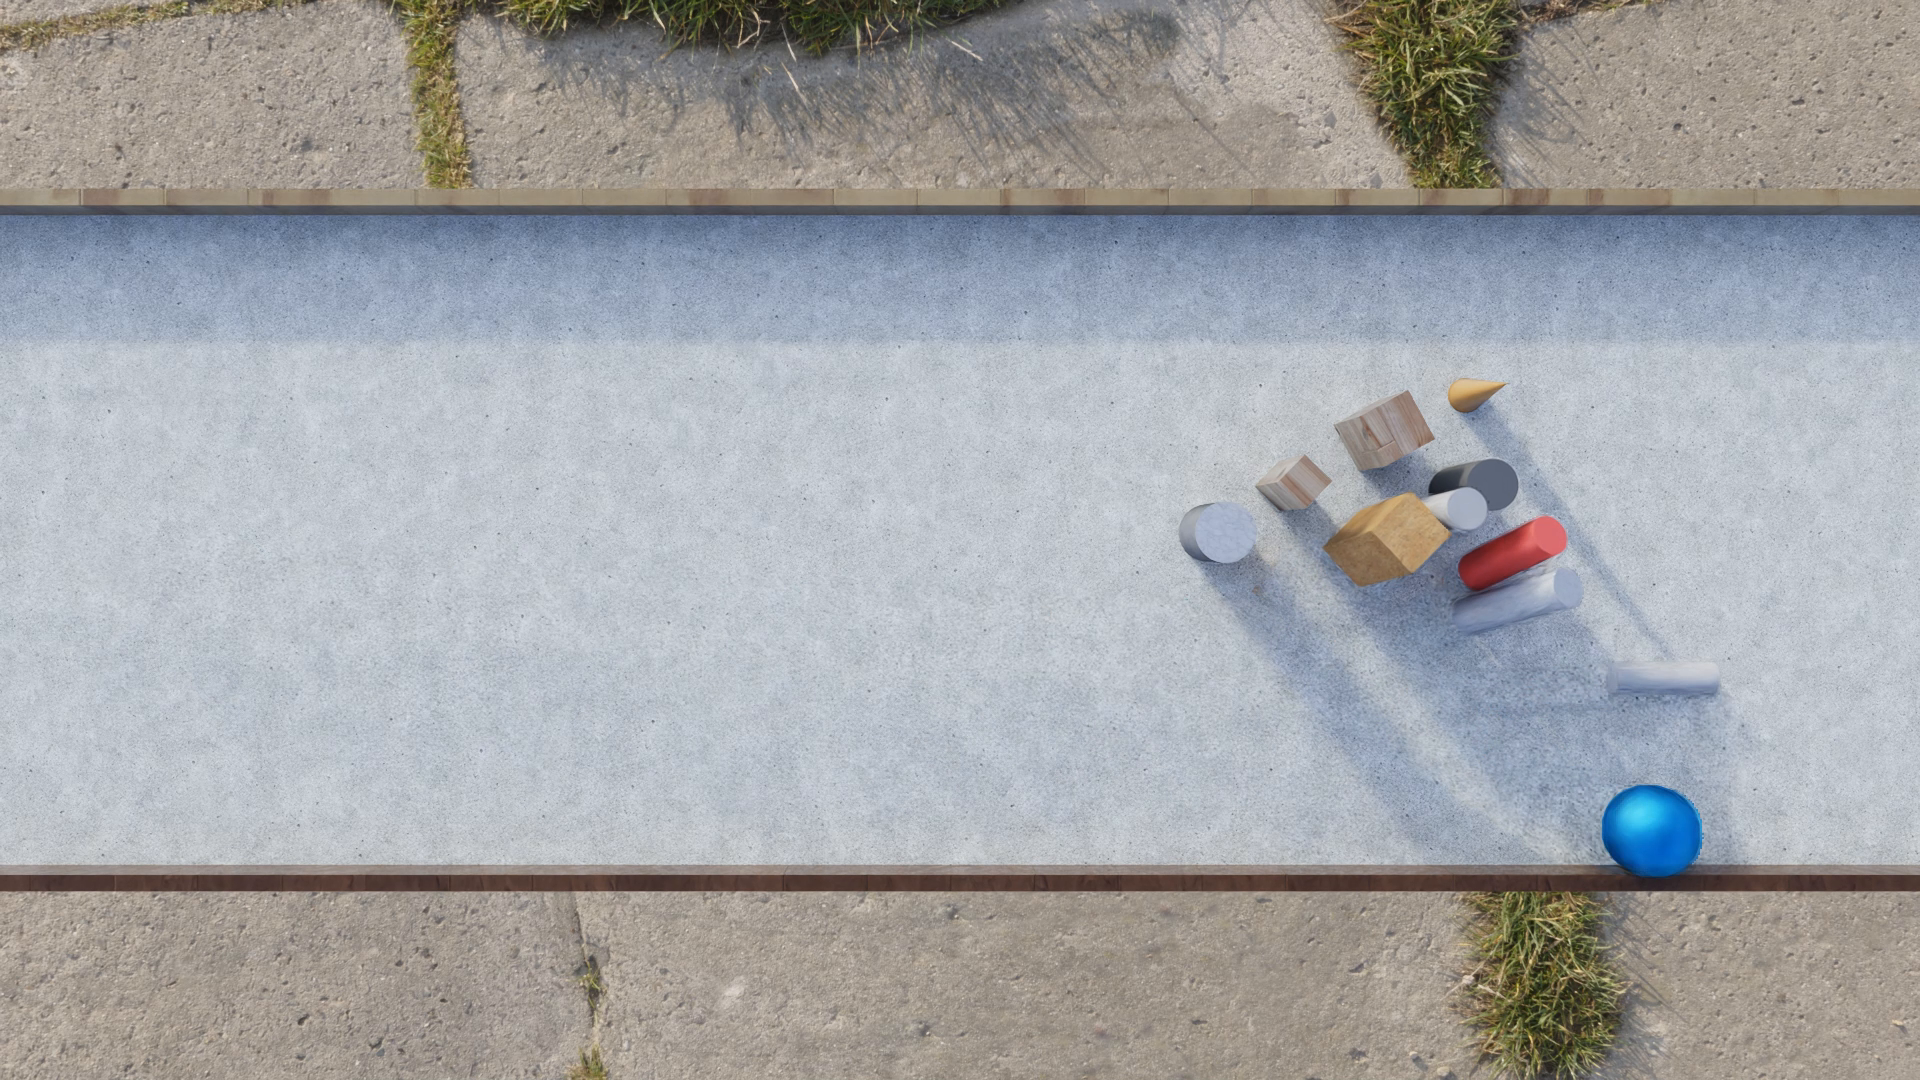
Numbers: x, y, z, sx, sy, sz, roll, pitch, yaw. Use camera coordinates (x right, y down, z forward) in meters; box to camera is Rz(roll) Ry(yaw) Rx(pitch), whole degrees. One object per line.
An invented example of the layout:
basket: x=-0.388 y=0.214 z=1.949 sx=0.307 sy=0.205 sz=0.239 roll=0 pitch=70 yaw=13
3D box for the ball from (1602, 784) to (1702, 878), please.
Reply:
ball: x=2.054 y=0.865 z=4.903 sx=0.274 sy=0.274 sz=0.274 roll=0 pitch=90 yaw=0

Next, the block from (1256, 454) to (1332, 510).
block: x=0.984 y=-0.167 z=4.888 sx=0.109 sy=0.377 sz=0.109 roll=44 pitch=90 yaw=0

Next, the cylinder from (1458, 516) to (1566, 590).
cylinder: x=1.636 y=0.042 z=4.897 sx=0.118 sy=0.345 sz=0.118 roll=8 pitch=68 yaw=-20

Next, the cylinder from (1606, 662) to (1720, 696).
cylinder: x=2.140 y=0.424 z=5.026 sx=0.304 sy=0.100 sz=0.100 roll=0 pitch=90 yaw=0

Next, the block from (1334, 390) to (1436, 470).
block: x=1.259 y=-0.323 z=4.913 sx=0.162 sy=0.327 sz=0.162 roll=-29 pitch=90 yaw=0

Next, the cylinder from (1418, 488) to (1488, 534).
cylinder: x=1.393 y=-0.070 z=4.854 sx=0.120 sy=0.431 sz=0.120 roll=1 pitch=85 yaw=-9

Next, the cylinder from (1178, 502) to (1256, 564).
cylinder: x=0.762 y=-0.022 z=4.899 sx=0.177 sy=0.354 sz=0.177 roll=0 pitch=90 yaw=0

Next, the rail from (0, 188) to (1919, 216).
rail: x=-2.247 y=-1.025 z=5.002 sx=12.000 sy=0.150 sz=0.050 roll=0 pitch=90 yaw=0

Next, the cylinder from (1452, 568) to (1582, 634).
cylinder: x=1.640 y=0.185 z=4.878 sx=0.112 sy=0.398 sz=0.112 roll=9 pitch=72 yaw=-27

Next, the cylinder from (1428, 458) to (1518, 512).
cylinder: x=1.521 y=-0.153 z=4.899 sx=0.150 sy=0.349 sz=0.150 roll=0 pitch=88 yaw=-2

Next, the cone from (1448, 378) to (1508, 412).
cone: x=1.556 y=-0.445 z=4.879 sx=0.108 sy=0.396 sz=0.108 roll=0 pitch=90 yaw=0

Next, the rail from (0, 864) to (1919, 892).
rail: x=-2.247 y=1.025 z=5.001 sx=12.000 sy=0.150 sz=0.050 roll=0 pitch=90 yaw=0

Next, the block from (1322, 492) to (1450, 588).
block: x=1.251 y=0.004 z=4.862 sx=0.167 sy=0.405 sz=0.167 roll=-43 pitch=90 yaw=-11
